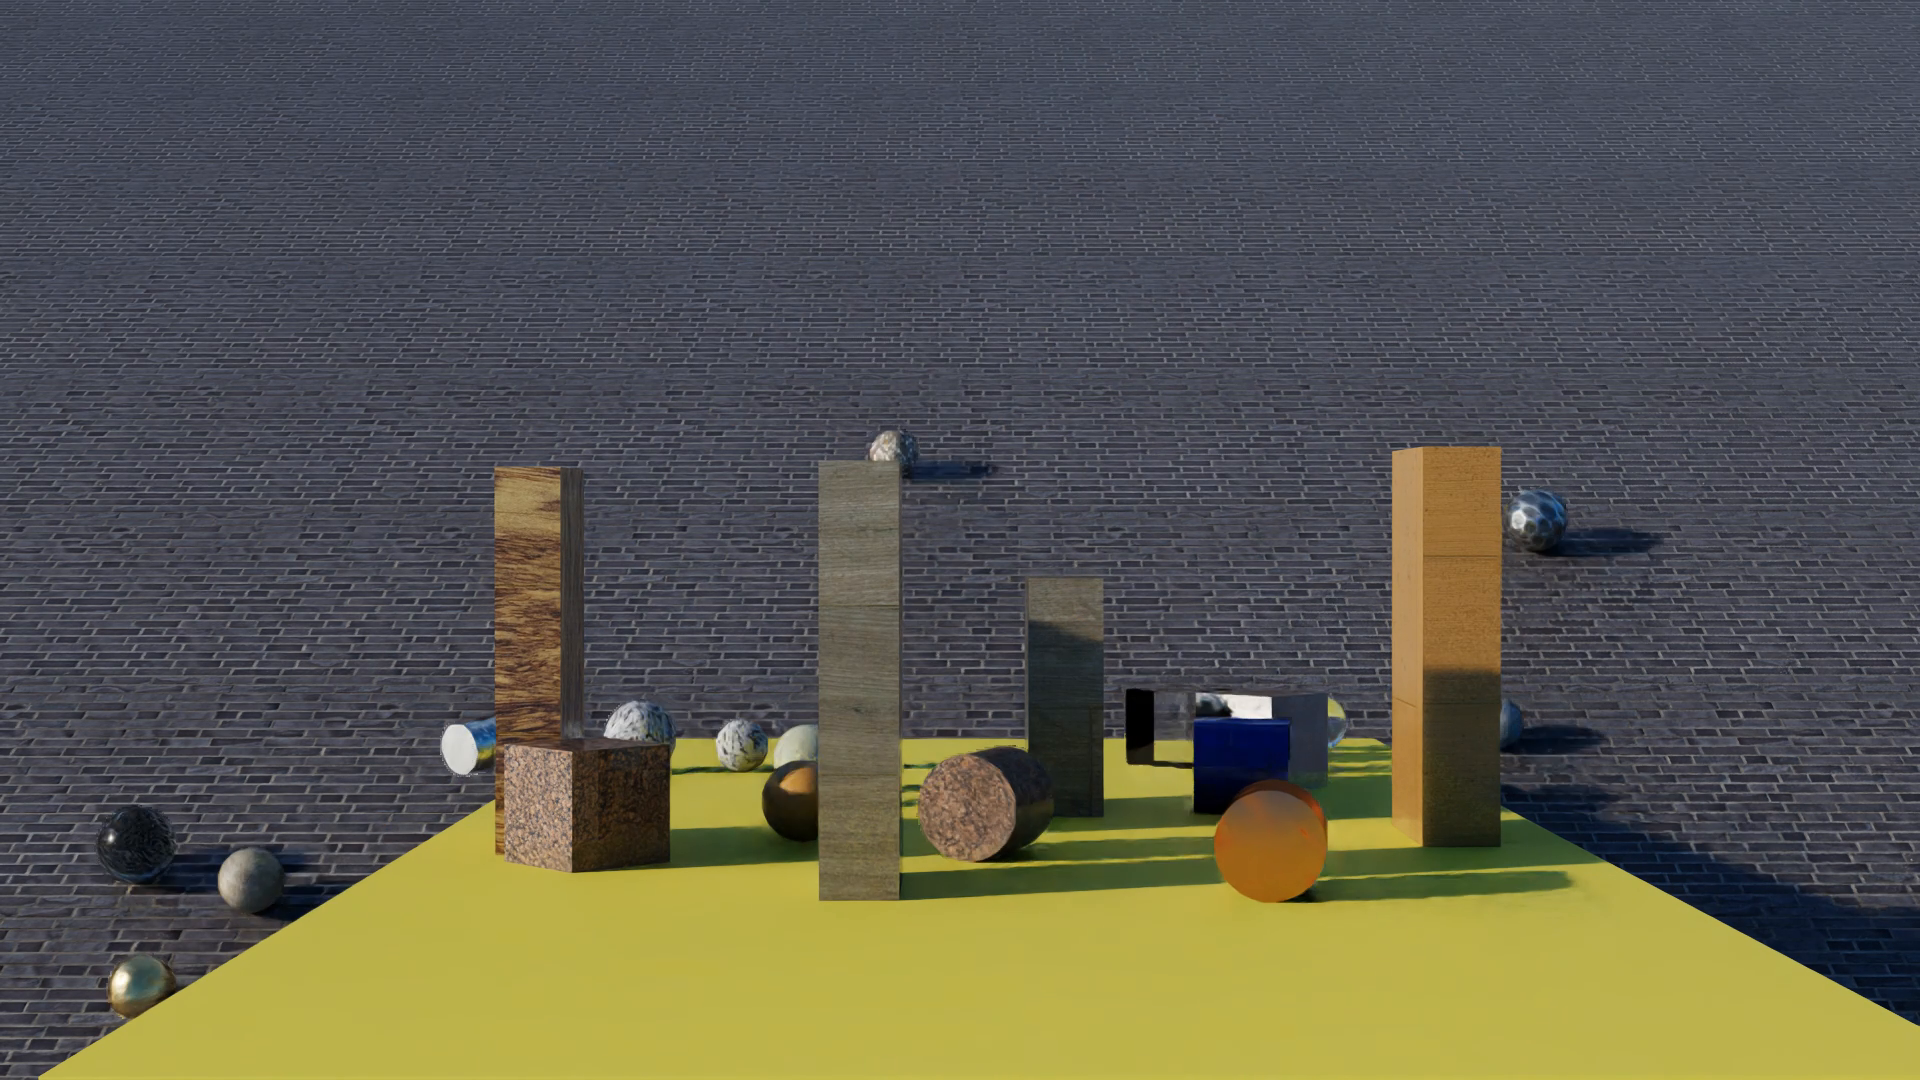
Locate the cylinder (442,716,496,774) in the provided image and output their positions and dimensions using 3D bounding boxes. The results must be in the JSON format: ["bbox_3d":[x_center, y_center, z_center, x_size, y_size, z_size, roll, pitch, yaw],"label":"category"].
[{"bbox_3d":[-1.112,0.473,5.970,0.118,0.118,0.118,21,19,33],"label":"cylinder"}]

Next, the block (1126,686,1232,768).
[{"bbox_3d":[0.505,0.429,5.959,0.172,0.172,0.172,0,1,43],"label":"block"}]

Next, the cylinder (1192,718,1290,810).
[{"bbox_3d":[0.543,0.432,4.980,0.180,0.180,0.180,0,28,7],"label":"cylinder"}]

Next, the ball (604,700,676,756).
[{"bbox_3d":[-0.711,0.437,5.753,0.160,0.160,0.160,0,29,0],"label":"ball"}]

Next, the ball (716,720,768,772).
[{"bbox_3d":[-0.485,0.458,5.753,0.118,0.118,0.118,0,29,0],"label":"ball"}]

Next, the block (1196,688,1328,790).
[{"bbox_3d":[0.636,0.420,5.438,0.199,0.199,0.199,0,1,44],"label":"block"}]

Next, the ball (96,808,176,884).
[{"bbox_3d":[-1.977,0.733,6.206,0.181,0.181,0.181,0,29,0],"label":"ball"}]

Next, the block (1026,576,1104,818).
[{"bbox_3d":[0.200,0.297,5.015,0.141,0.451,0.259,0,0,0],"label":"block"}]

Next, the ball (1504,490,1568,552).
[{"bbox_3d":[1.706,-0.059,7.656,0.183,0.183,0.183,0,29,0],"label":"ball"}]

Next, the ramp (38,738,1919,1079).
[{"bbox_3d":[0.064,0.576,4.620,2.000,0.100,4.000,0,0,0],"label":"ramp"}]

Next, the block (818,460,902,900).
[{"bbox_3d":[-0.149,0.207,3.946,0.119,0.650,0.259,0,0,0],"label":"block"}]

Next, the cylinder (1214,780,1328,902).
[{"bbox_3d":[0.469,0.450,3.883,0.165,0.165,0.165,5,1,9],"label":"cylinder"}]

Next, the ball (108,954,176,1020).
[{"bbox_3d":[-1.822,0.997,5.760,0.144,0.144,0.144,0,29,0],"label":"ball"}]

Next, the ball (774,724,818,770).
[{"bbox_3d":[-0.313,0.450,5.319,0.142,0.142,0.142,0,29,0],"label":"ball"}]

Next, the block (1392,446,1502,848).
[{"bbox_3d":[0.862,0.182,4.596,0.134,0.688,0.315,0,0,0],"label":"block"}]

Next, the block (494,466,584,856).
[{"bbox_3d":[-0.725,0.202,4.470,0.110,0.652,0.271,0,0,0],"label":"block"}]

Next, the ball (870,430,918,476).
[{"bbox_3d":[-0.205,-0.270,8.079,0.150,0.150,0.150,0,29,0],"label":"ball"}]

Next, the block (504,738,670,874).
[{"bbox_3d":[-0.614,0.433,4.256,0.194,0.194,0.194,0,1,-43],"label":"block"}]

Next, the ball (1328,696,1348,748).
[{"bbox_3d":[0.876,0.445,6.297,0.134,0.134,0.134,0,29,0],"label":"ball"}]

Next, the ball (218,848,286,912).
[{"bbox_3d":[-1.673,0.803,6.104,0.154,0.154,0.154,0,29,0],"label":"ball"}]

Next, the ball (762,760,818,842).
[{"bbox_3d":[-0.275,0.456,4.521,0.143,0.143,0.143,0,29,0],"label":"ball"}]

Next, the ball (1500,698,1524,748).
[{"bbox_3d":[1.397,0.476,6.725,0.135,0.135,0.135,0,29,0],"label":"ball"}]

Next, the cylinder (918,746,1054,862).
[{"bbox_3d":[0.046,0.441,4.337,0.176,0.176,0.176,13,5,22],"label":"cylinder"}]
